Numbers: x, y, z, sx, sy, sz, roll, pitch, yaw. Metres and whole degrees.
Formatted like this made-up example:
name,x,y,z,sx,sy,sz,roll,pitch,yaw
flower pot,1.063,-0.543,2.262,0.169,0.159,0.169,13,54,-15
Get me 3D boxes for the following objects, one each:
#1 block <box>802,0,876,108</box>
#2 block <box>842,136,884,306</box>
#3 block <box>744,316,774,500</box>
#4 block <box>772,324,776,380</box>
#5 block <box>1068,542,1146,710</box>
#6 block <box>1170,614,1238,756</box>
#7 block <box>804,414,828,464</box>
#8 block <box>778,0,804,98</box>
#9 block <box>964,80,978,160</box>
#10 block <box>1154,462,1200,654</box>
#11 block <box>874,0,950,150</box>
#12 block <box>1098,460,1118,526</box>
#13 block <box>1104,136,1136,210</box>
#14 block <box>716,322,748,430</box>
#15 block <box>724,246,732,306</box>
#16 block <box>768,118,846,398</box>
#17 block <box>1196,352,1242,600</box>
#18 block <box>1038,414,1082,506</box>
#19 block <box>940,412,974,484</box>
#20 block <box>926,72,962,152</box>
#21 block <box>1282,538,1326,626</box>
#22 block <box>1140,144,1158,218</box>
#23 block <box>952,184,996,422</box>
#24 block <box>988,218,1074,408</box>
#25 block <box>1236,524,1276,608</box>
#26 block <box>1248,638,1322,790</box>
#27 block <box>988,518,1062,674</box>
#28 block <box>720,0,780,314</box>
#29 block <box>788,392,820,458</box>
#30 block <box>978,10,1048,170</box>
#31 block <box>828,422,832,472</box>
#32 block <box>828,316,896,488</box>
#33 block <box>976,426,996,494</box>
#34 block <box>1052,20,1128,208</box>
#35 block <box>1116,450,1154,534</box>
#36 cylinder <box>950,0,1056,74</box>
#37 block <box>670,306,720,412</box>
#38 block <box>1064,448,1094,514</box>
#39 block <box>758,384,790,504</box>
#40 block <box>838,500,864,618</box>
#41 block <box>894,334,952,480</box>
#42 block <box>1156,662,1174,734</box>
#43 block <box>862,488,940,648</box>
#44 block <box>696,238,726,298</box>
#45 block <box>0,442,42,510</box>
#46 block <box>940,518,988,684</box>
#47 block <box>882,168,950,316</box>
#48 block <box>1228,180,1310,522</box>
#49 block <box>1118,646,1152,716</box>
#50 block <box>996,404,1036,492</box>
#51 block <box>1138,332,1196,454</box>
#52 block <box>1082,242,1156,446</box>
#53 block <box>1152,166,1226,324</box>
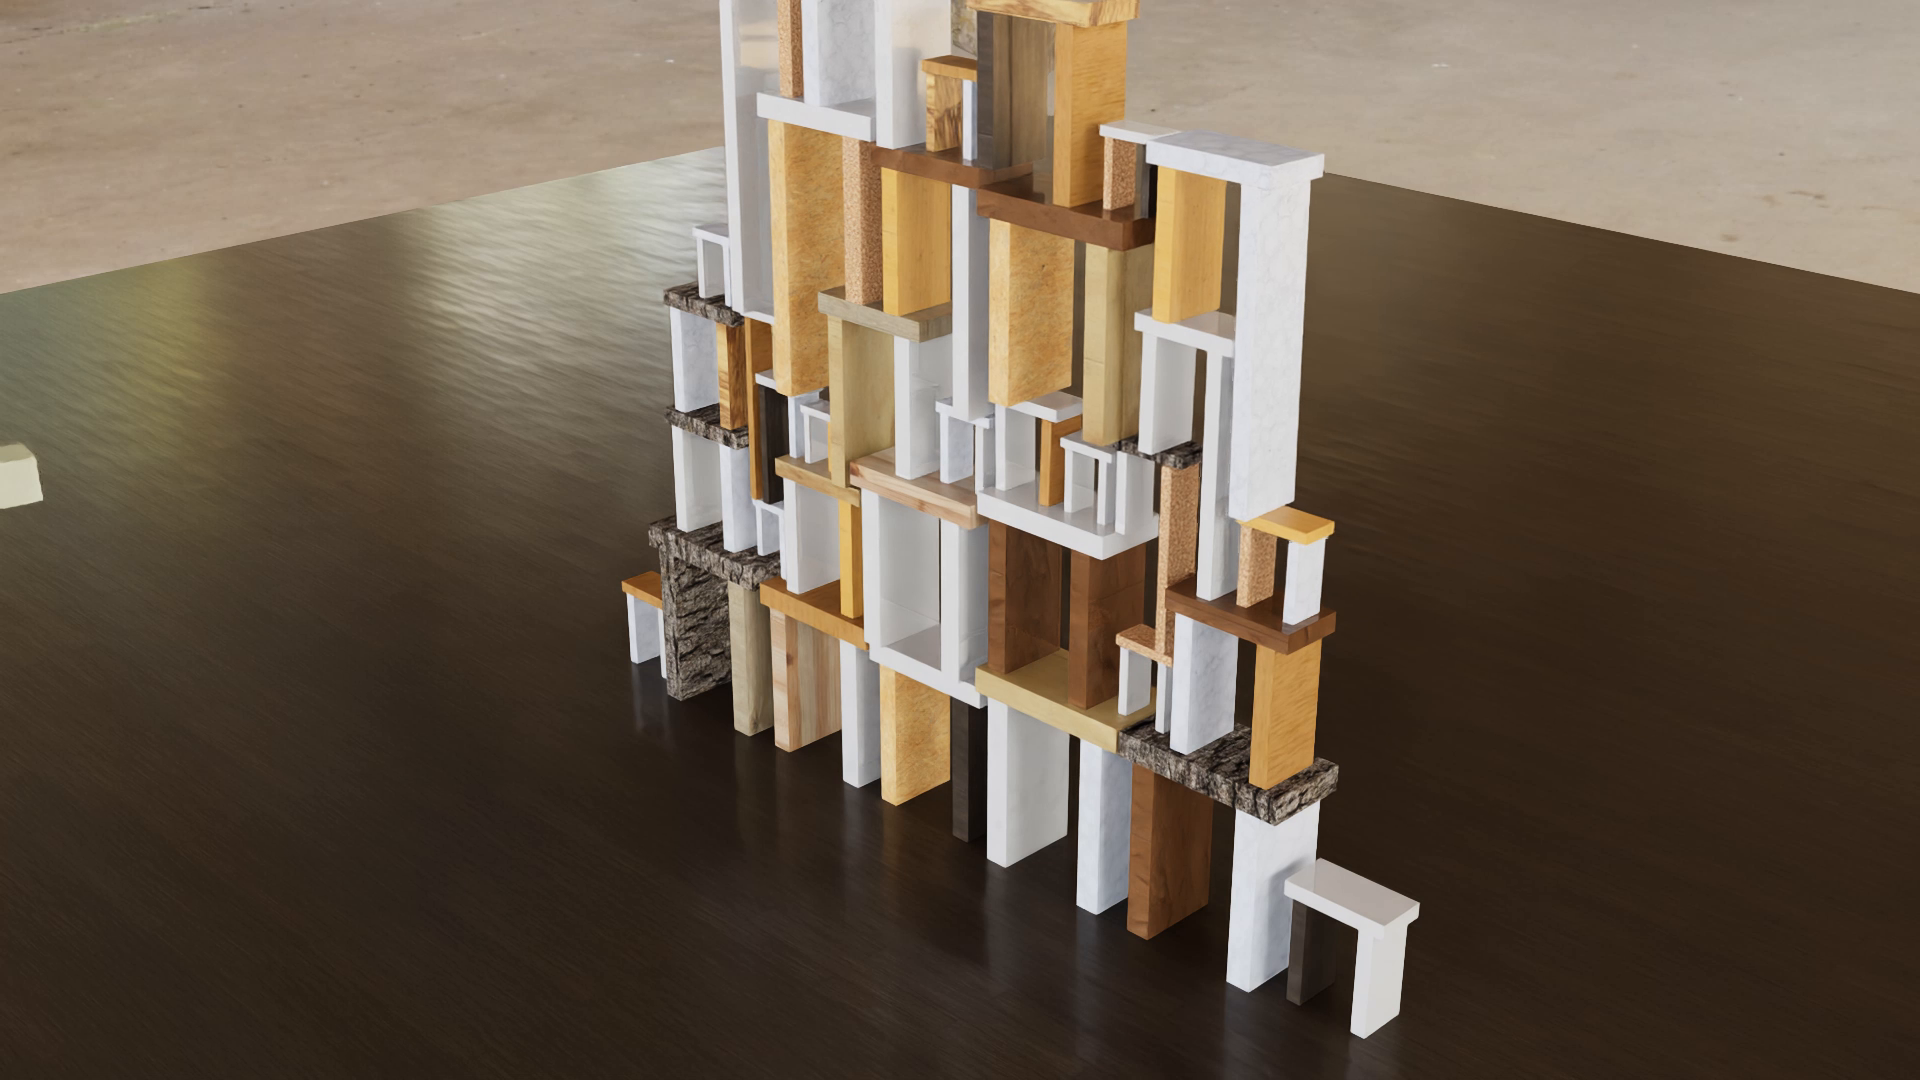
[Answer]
name,x,y,z,sx,sy,sz,roll,pitch,yaw
block,-0.221,-0.959,4.052,0.042,0.295,0.148,21,31,41
block,-0.144,-0.613,4.130,0.044,0.314,0.157,21,31,40
block,-0.411,-0.276,4.546,0.017,0.397,0.059,21,31,40
block,-0.351,-0.384,4.442,0.059,0.118,0.017,-21,30,-41
block,0.267,0.142,4.000,0.153,0.307,0.043,-21,31,-41
block,0.429,0.232,3.850,0.037,0.263,0.131,21,31,41
block,-0.289,-0.212,4.442,0.015,0.105,0.053,21,31,41
block,-0.282,-0.967,4.128,0.036,0.251,0.126,21,31,41
block,0.037,-0.742,3.860,0.069,0.139,0.020,-21,31,-41
block,0.378,0.027,3.828,0.076,0.351,0.021,-22,31,-40
block,-0.083,-0.882,3.931,0.042,0.341,0.148,21,31,40
block,0.271,-0.091,3.891,0.017,0.121,0.060,21,31,41
block,0.267,-0.617,3.671,0.017,0.121,0.061,21,31,40
block,-0.448,-0.353,4.568,0.032,0.227,0.113,21,31,41
block,-0.450,-0.545,4.486,0.018,0.127,0.063,21,31,41
block,-0.294,-0.563,4.312,0.044,0.548,0.157,21,31,40
block,0.450,-0.116,3.681,0.105,0.436,0.030,-21,31,-41
block,0.182,-0.149,3.970,0.082,0.164,0.023,-21,32,-41
block,-0.006,-0.181,4.151,0.020,0.138,0.069,21,31,41
block,-0.028,-0.768,3.920,0.020,0.139,0.069,21,31,40
block,0.569,0.061,3.635,0.073,0.146,0.021,-21,32,-41
block,0.325,-0.595,3.619,0.061,0.122,0.017,-21,31,-40
block,0.049,-0.438,3.976,0.039,0.434,0.137,21,31,40
block,0.127,-0.419,3.909,0.047,0.335,0.167,21,31,40
block,0.500,0.034,3.699,0.021,0.146,0.073,22,31,40
block,0.553,0.281,3.736,0.037,0.263,0.131,21,31,41
block,0.123,0.085,4.134,0.043,0.307,0.153,21,31,41
block,-0.402,-0.803,4.327,0.126,0.709,0.036,-21,31,-41
block,-0.316,-0.239,4.470,0.019,0.133,0.067,21,31,40
block,0.091,-0.783,3.790,0.134,0.268,0.038,-21,31,-40
block,-0.239,-0.193,4.396,0.015,0.105,0.053,21,31,40
block,-0.190,-0.285,4.305,0.039,0.347,0.139,21,31,41
block,0.060,-0.156,4.092,0.069,0.138,0.020,-21,31,-40
block,0.217,-0.719,3.681,0.038,0.301,0.134,21,31,41
block,0.307,-0.092,3.853,0.076,0.151,0.021,-21,31,-41
cylinder,0.125,-1.386,5.764,0.281,0.281,0.281,31,34,19
block,-0.555,-0.394,4.666,0.032,0.227,0.113,21,31,41
block,0.215,-0.114,3.944,0.017,0.121,0.060,21,31,41
block,-0.380,-0.205,4.552,0.067,0.261,0.019,-21,30,-40
block,-0.184,0.022,4.437,0.035,0.250,0.125,21,31,41
block,-0.059,-0.265,4.170,0.139,0.278,0.039,-21,31,-41
block,0.379,0.272,3.921,0.066,0.135,0.019,-21,31,-40
block,-0.116,0.035,4.359,0.047,0.328,0.164,21,31,40
block,-0.510,-0.568,4.541,0.018,0.127,0.063,21,31,41
block,-2.599,-0.173,6.002,0.130,0.130,0.130,-16,28,-33
block,0.039,0.095,4.217,0.164,0.329,0.047,-21,31,-41
block,-0.080,-0.563,4.065,0.039,0.274,0.137,21,31,40
block,0.499,-0.309,3.554,0.129,0.556,0.036,-22,31,-40
block,0.317,0.246,3.978,0.066,0.132,0.019,-21,31,-41
block,0.102,-0.180,4.043,0.023,0.164,0.082,20,30,40
block,0.352,-0.259,3.728,0.105,0.210,0.030,-21,31,-40
block,0.286,-0.350,3.767,0.047,0.349,0.167,21,31,41
block,0.377,-0.495,3.609,0.129,0.257,0.036,-20,30,-40
